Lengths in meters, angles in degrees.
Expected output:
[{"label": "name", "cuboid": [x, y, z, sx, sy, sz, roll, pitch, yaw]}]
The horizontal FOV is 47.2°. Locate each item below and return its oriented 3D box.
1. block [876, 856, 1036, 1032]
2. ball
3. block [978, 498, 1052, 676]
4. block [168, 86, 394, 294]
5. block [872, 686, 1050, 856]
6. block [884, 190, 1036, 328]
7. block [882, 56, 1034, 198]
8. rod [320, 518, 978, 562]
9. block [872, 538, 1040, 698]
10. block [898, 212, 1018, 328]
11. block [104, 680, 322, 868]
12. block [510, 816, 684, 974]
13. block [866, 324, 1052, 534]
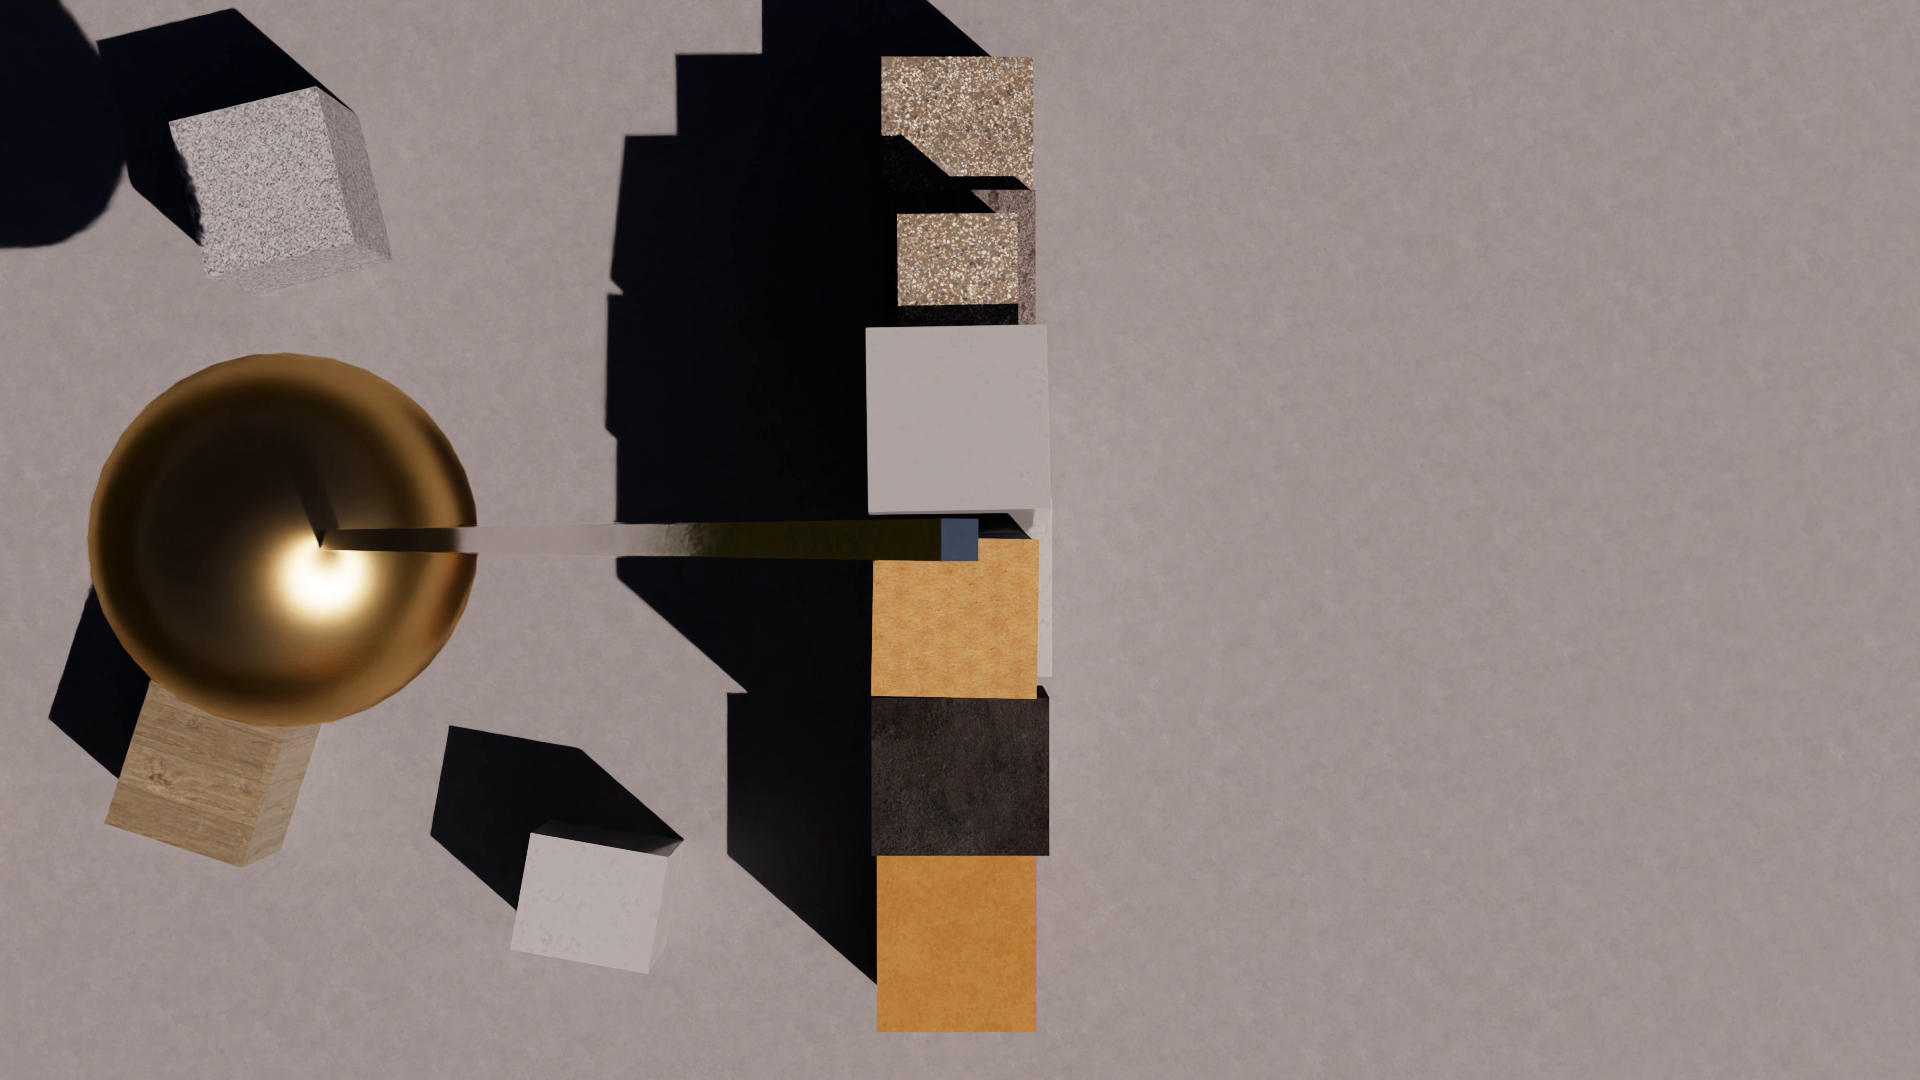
[{"label": "block", "cuboid": [-0.018, 2.189, 12.461, 0.864, 1.077, 0.959, 0, 90, 0]}, {"label": "ball", "cuboid": [-2.870, 0.000, 9.395, 1.600, 1.600, 1.600, 0, 90, 0]}, {"label": "block", "cuboid": [0.019, 0.261, 12.520, 0.970, 0.960, 0.976, 0, 90, 0]}, {"label": "block", "cuboid": [-3.858, -1.978, 12.572, 0.839, 0.855, 0.886, -14, 90, 0]}, {"label": "block", "cuboid": [0.003, 1.202, 11.639, 0.903, 0.960, 0.802, 0, 90, 0]}, {"label": "block", "cuboid": [-0.001, -1.488, 12.506, 0.827, 0.988, 0.848, 0, 90, 0]}, {"label": "block", "cuboid": [-0.014, -2.294, 12.571, 0.839, 0.859, 0.749, 0, 90, 0]}, {"label": "rod", "cuboid": [-1.244, 0.000, 6.409, 0.080, 5.200, 0.080, 0, 90, -29]}, {"label": "block", "cuboid": [-0.024, 0.391, 11.561, 0.834, 0.959, 0.803, 1, 90, 0]}, {"label": "block", "cuboid": [-0.011, -1.388, 11.719, 0.625, 0.586, 0.618, -1, 90, 0]}, {"label": "block", "cuboid": [-4.268, 1.302, 12.647, 0.807, 0.706, 0.854, 18, 90, 0]}, {"label": "block", "cuboid": [-2.070, 2.029, 12.639, 0.781, 0.722, 0.663, 10, 90, 0]}, {"label": "block", "cuboid": [-0.010, -0.565, 11.637, 0.926, 0.888, 0.953, -1, 83, 0]}]
